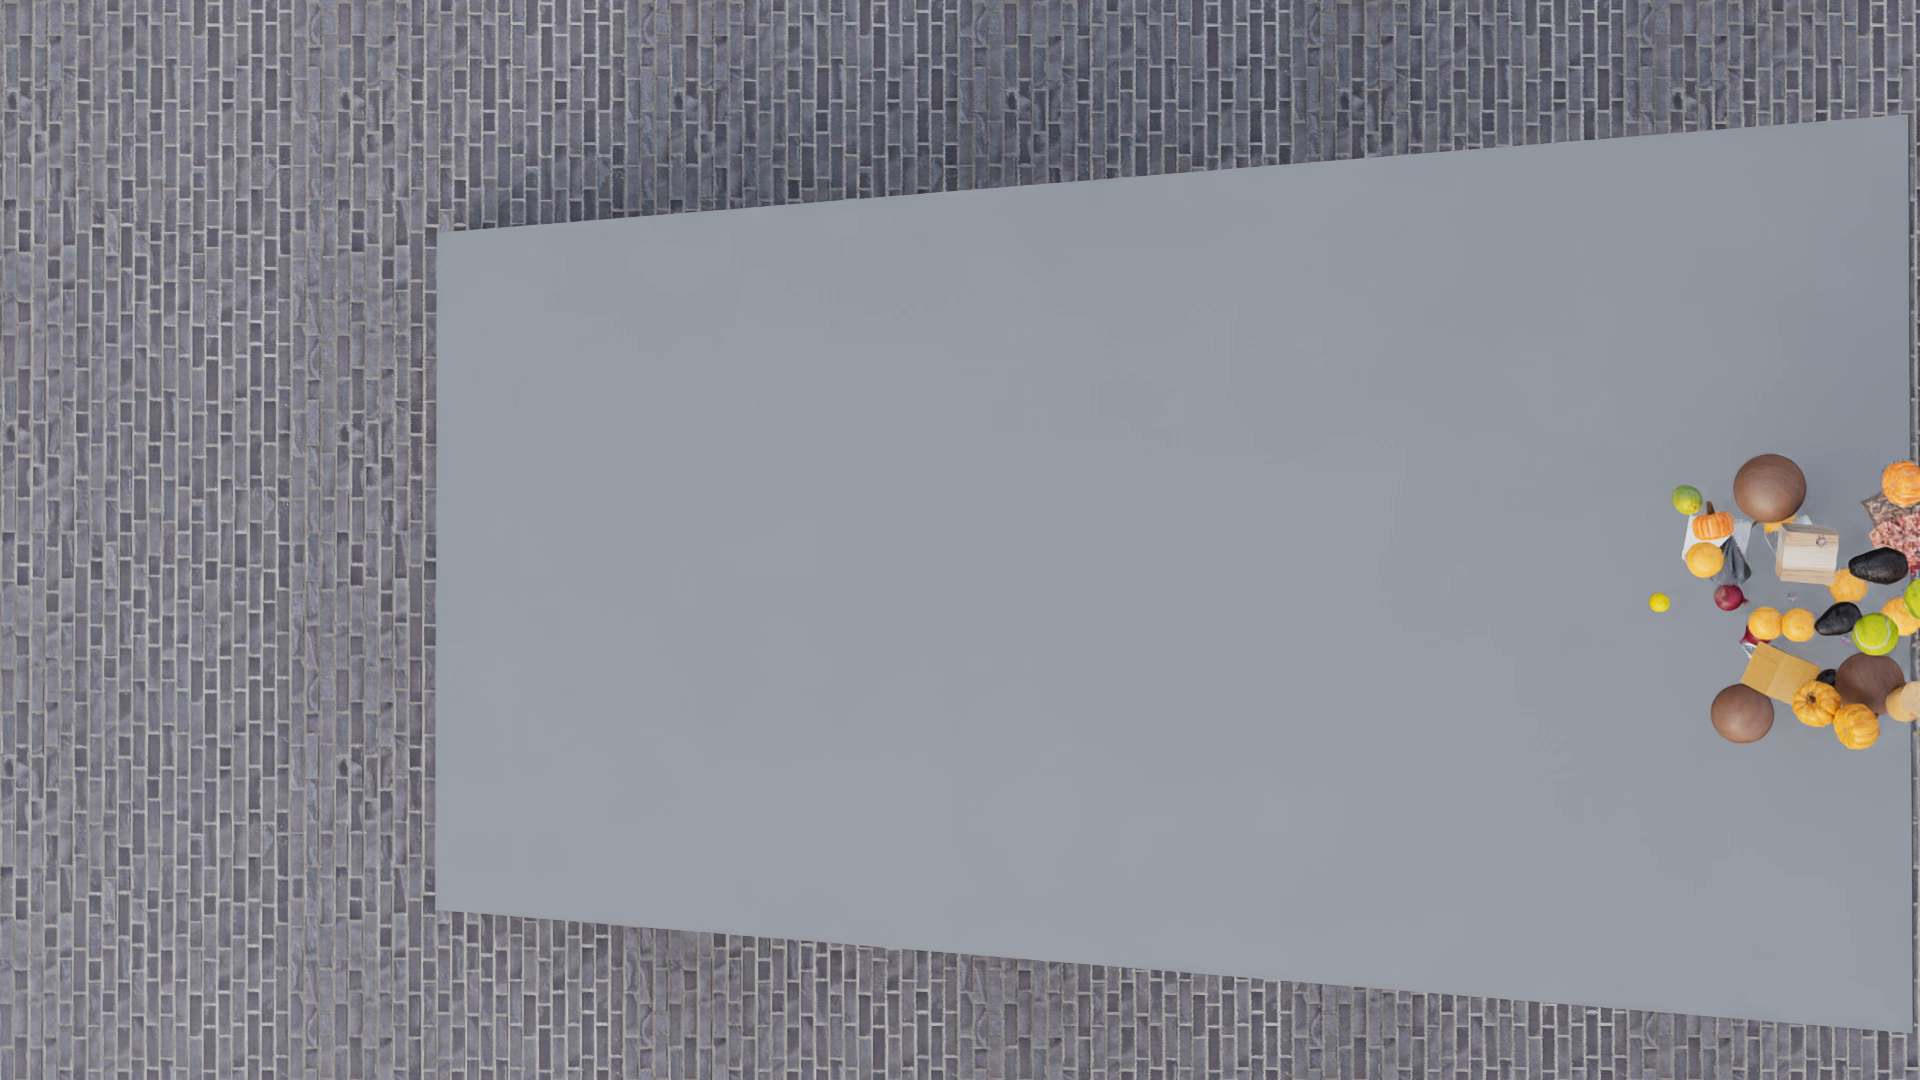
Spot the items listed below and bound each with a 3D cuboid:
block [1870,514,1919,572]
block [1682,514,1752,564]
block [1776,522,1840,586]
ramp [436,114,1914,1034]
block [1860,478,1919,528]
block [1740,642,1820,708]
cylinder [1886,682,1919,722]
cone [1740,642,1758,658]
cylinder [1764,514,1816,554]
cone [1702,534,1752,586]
[{"bbox_3d":[1.678,0.004,3.909,0.075,0.075,0.075,-14,74,-2],"label":"block"},{"bbox_3d":[1.617,0.002,4.699,0.095,0.095,0.095,18,106,43],"label":"block"},{"bbox_3d":[1.562,0.025,4.055,0.091,0.091,0.091,5,102,13],"label":"block"},{"bbox_3d":[0.282,0.081,5.687,4.000,0.100,2.000,0,89,25],"label":"ramp"},{"bbox_3d":[1.730,-0.049,4.045,0.094,0.094,0.094,-29,85,15],"label":"block"},{"bbox_3d":[1.667,0.274,4.467,0.092,0.092,0.092,20,98,-16],"label":"block"},{"bbox_3d":[1.826,0.311,4.224,0.068,0.068,0.068,0,76,-1],"label":"cylinder"},{"bbox_3d":[1.720,0.241,4.766,0.067,0.067,0.067,34,89,24],"label":"cone"},{"bbox_3d":[1.702,0.011,4.464,0.096,0.096,0.096,-28,82,0],"label":"cylinder"},{"bbox_3d":[1.580,0.025,4.517,0.097,0.097,0.097,-8,128,0],"label":"cone"}]
